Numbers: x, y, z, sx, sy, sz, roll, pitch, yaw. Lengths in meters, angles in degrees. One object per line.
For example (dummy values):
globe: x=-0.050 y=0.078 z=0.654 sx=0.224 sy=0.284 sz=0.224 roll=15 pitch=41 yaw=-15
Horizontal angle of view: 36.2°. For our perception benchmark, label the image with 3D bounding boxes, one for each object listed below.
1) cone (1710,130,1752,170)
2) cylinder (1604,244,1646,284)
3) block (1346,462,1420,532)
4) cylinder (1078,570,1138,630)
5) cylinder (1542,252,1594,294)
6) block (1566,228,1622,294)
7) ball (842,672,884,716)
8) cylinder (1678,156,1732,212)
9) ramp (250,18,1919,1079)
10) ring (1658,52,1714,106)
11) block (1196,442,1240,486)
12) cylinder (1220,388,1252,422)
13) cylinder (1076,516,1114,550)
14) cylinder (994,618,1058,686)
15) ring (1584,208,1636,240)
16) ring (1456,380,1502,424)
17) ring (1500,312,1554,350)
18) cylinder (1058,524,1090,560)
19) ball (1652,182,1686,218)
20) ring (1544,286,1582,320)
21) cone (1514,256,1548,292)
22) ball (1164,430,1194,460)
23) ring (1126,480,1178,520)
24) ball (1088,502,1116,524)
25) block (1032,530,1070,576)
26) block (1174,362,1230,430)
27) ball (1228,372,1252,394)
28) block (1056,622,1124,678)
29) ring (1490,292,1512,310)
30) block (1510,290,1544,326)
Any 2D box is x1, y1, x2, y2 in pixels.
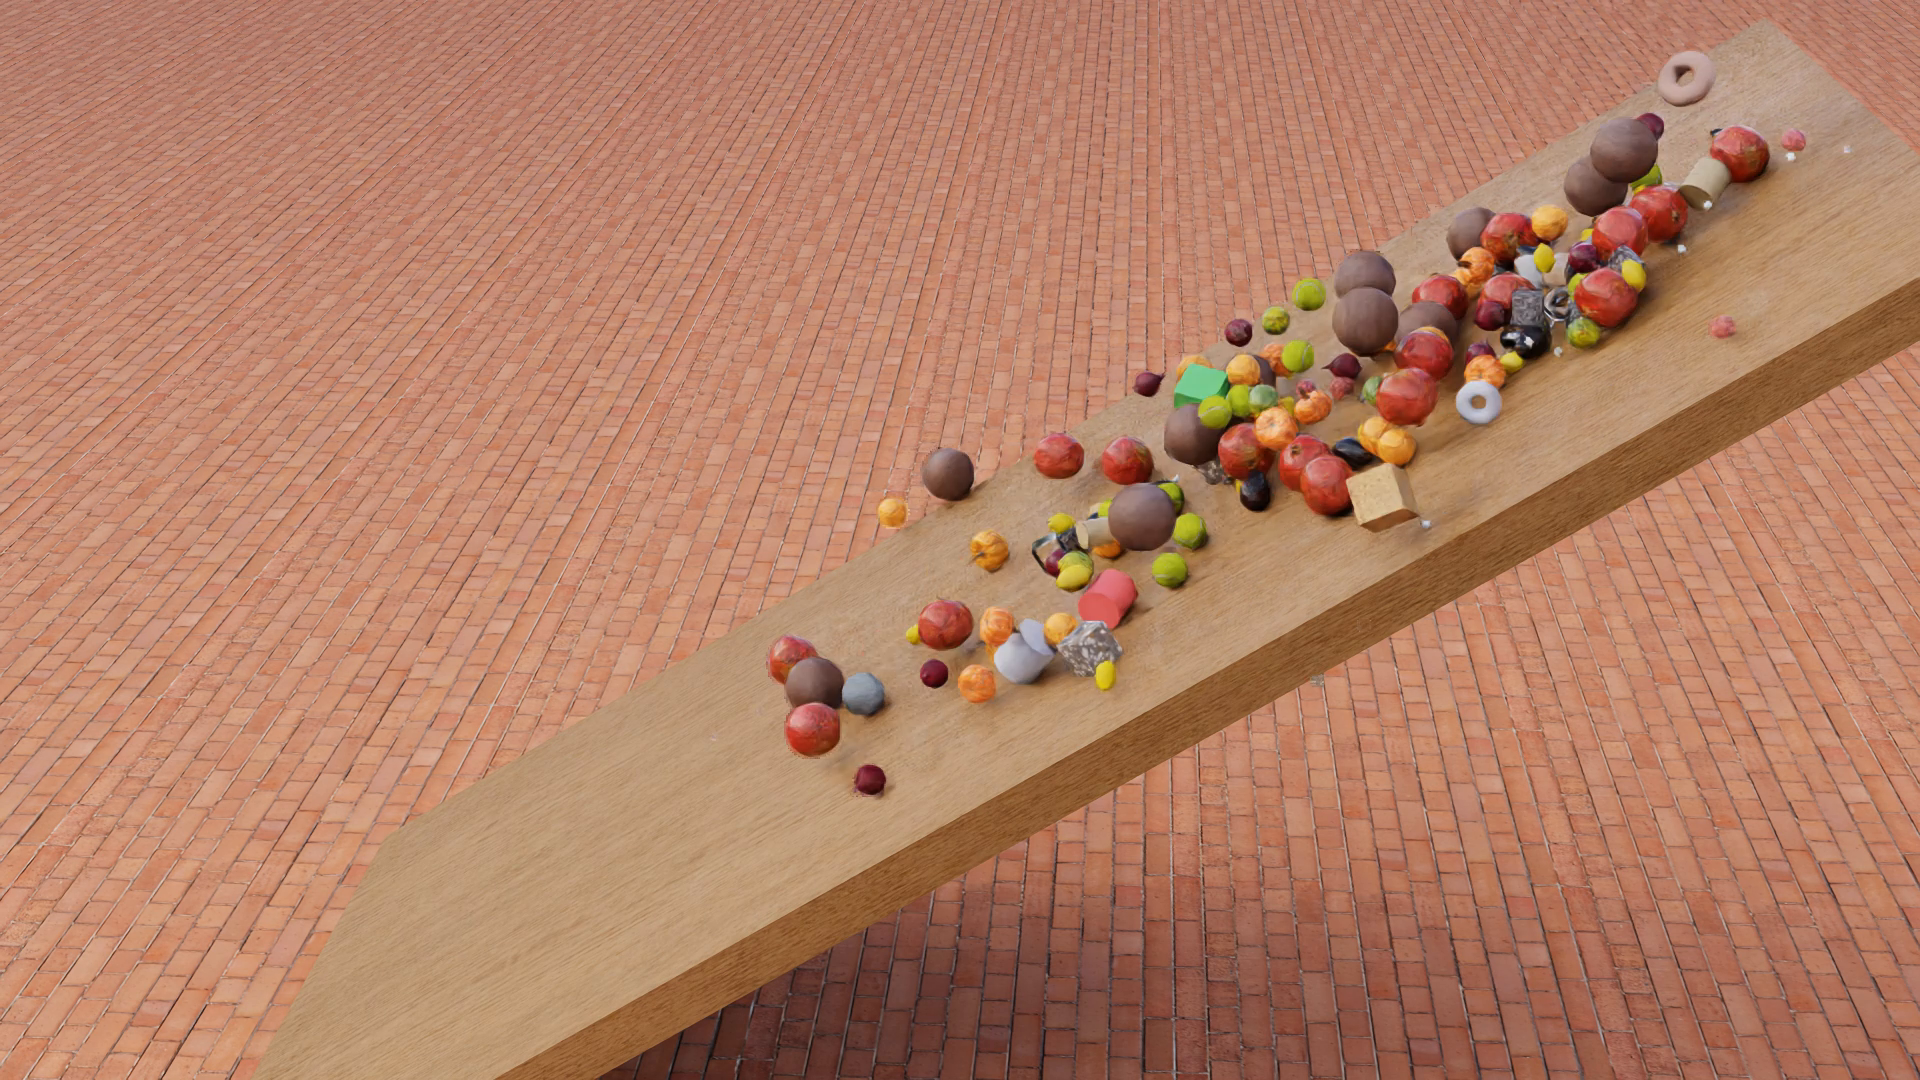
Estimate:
cone: x=1.551 y=-0.780 z=5.936 sx=0.082 sy=0.082 sz=0.082 roll=1 pitch=21 yaw=0
cylinder: x=1.257 y=-0.521 z=5.556 sx=0.054 sy=0.054 sz=0.054 roll=46 pitch=36 yaw=12
block: x=0.749 y=-0.075 z=5.211 sx=0.087 sy=0.087 sz=0.087 roll=-22 pitch=-19 yaw=23
cylinder: x=0.290 y=0.118 z=5.767 sx=0.089 sy=0.089 sz=0.089 roll=10 pitch=35 yaw=25
cylinder: x=1.214 y=-0.528 z=5.835 sx=0.084 sy=0.084 sz=0.084 roll=-7 pitch=6 yaw=-19
block: x=1.250 y=-0.547 z=5.749 sx=0.076 sy=0.076 sz=0.076 roll=36 pitch=61 yaw=-6
ball: x=-0.203 y=0.323 z=6.172 sx=0.091 sy=0.091 sz=0.091 roll=0 pitch=20 yaw=0
cylinder: x=1.455 y=-0.695 z=5.740 sx=0.074 sy=0.074 sz=0.074 roll=19 pitch=65 yaw=42
ramp: x=0.140 y=0.170 z=6.294 sx=4.000 sy=0.100 sz=2.000 roll=-31 pitch=15 yaw=14
ring: x=1.498 y=-0.951 z=6.062 sx=0.122 sy=0.122 sz=0.041 roll=20 pitch=-6 yaw=42
block: x=0.540 y=-0.160 z=6.166 sx=0.058 sy=0.058 sz=0.058 roll=-23 pitch=19 yaw=37
cylinder: x=0.594 y=-0.296 z=6.461 sx=0.065 sy=0.065 sz=0.065 roll=-14 pitch=2 yaw=-34
cylinder: x=0.277 y=-0.015 z=6.001 sx=0.059 sy=0.059 sz=0.059 roll=-12 pitch=23 yaw=-19
cylinder: x=0.130 y=0.219 z=5.736 sx=0.093 sy=0.093 sz=0.093 roll=26 pitch=34 yaw=-20
ring: x=1.330 y=-0.641 z=6.020 sx=0.116 sy=0.039 sz=0.116 roll=-31 pitch=7 yaw=5
ring: x=0.971 y=-0.257 z=5.507 sx=0.086 sy=0.086 sz=0.029 roll=7 pitch=22 yaw=18
ring: x=1.112 y=-0.409 z=5.770 sx=0.112 sy=0.037 sz=0.112 roll=-28 pitch=14 yaw=8
cylinder: x=0.248 y=0.002 z=6.278 sx=0.060 sy=0.060 sz=0.060 roll=-31 pitch=17 yaw=10
ball: x=1.424 y=-0.683 z=5.905 sx=0.069 sy=0.069 sz=0.069 roll=0 pitch=20 yaw=0
ring: x=1.178 y=-0.463 z=5.750 sx=0.078 sy=0.026 sz=0.078 roll=-15 pitch=54 yaw=22
cone: x=1.159 y=-0.516 z=5.937 sx=0.090 sy=0.090 sz=0.090 roll=8 pitch=-14 yaw=2
ball: x=0.465 y=-0.201 z=6.251 sx=0.065 sy=0.065 sz=0.065 roll=0 pitch=20 yaw=0
ring: x=0.408 y=-0.085 z=6.248 sx=0.122 sy=0.041 sz=0.122 roll=-32 pitch=14 yaw=9
ball: x=0.305 y=-0.051 z=6.321 sx=0.060 sy=0.060 sz=0.060 roll=0 pitch=20 yaw=0
block: x=0.196 y=0.026 z=6.310 sx=0.060 sy=0.060 sz=0.060 roll=-30 pitch=15 yaw=15
block: x=0.510 y=-0.302 z=6.189 sx=0.087 sy=0.087 sz=0.087 roll=17 pitch=55 yaw=21
ball: x=0.621 y=-0.345 z=6.562 sx=0.062 sy=0.062 sz=0.062 roll=0 pitch=20 yaw=0
block: x=0.248 y=0.208 z=5.606 sx=0.076 sy=0.076 sz=0.076 roll=-41 pitch=16 yaw=-24
ring: x=1.120 y=-0.490 z=6.014 sx=0.075 sy=0.025 sz=0.075 roll=-19 pitch=5 yaw=2
block: x=1.099 y=-0.450 z=5.695 sx=0.058 sy=0.058 sz=0.058 roll=4 pitch=15 yaw=12
